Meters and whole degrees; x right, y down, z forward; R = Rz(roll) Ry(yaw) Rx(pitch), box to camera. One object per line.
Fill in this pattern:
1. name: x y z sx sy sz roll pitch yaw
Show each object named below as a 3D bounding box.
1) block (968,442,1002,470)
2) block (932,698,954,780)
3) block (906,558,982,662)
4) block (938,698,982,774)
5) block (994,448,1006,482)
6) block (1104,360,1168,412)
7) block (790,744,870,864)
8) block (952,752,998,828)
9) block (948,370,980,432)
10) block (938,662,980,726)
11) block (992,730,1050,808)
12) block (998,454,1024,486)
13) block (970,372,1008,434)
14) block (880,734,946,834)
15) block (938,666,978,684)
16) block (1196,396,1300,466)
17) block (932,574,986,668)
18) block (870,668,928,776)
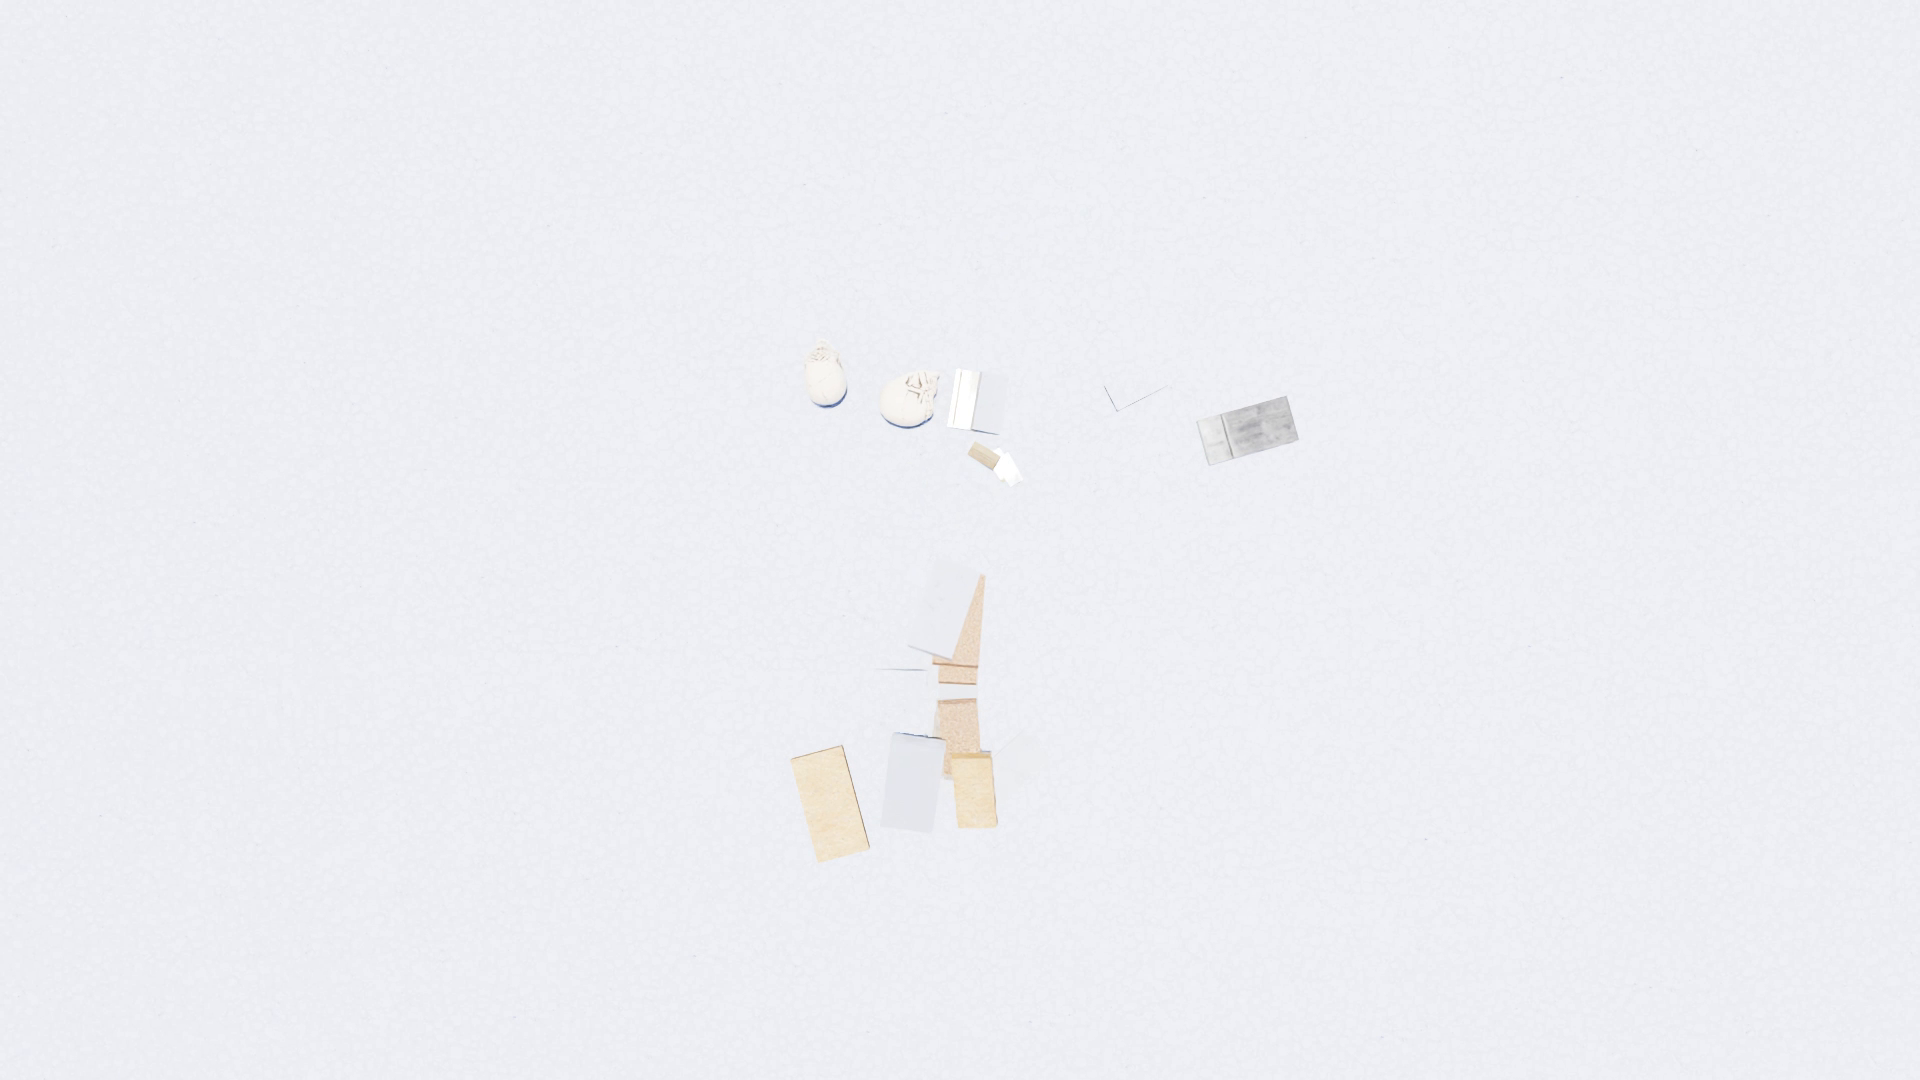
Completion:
1. block: 0.081 -0.281 5.476 0.104 0.015 0.052 31 90 19
2. block: -0.029 0.666 5.482 0.130 0.037 0.259 6 90 0
3. block: -0.052 0.226 5.396 0.153 0.043 0.306 18 76 4
4. block: 0.001 0.644 5.401 0.127 0.036 0.254 -4 110 2
5. block: 0.136 -0.248 5.493 0.052 0.015 0.104 -31 90 0
6. block: 0.587 -0.515 5.486 0.193 0.027 0.096 -27 90 0
7. block: -0.430 0.875 5.475 0.176 0.050 0.353 -15 90 0
8. block: 0.048 0.824 5.420 0.130 0.037 0.259 -2 111 8
9. block: 0.022 -0.465 5.486 0.096 0.027 0.193 9 90 0
10. block: -0.004 0.491 5.454 0.127 0.036 0.254 3 77 0
11. block: 0.159 0.766 5.482 0.259 0.037 0.130 -42 90 0
12. block: 0.163 -0.233 5.478 0.052 0.015 0.104 -30 90 0
13. block: 0.098 -0.454 5.469 0.096 0.027 0.193 10 90 -21
14. block: -0.155 0.798 5.389 0.176 0.050 0.353 8 121 0
15. block: -0.003 0.348 5.451 0.127 0.036 0.254 3 75 0
16. block: 0.955 -0.364 5.478 0.306 0.043 0.153 -16 90 0
17. block: -0.003 0.262 5.432 0.153 0.043 0.306 5 75 1
18. block: -0.202 0.607 5.475 0.176 0.050 0.353 2 90 0
